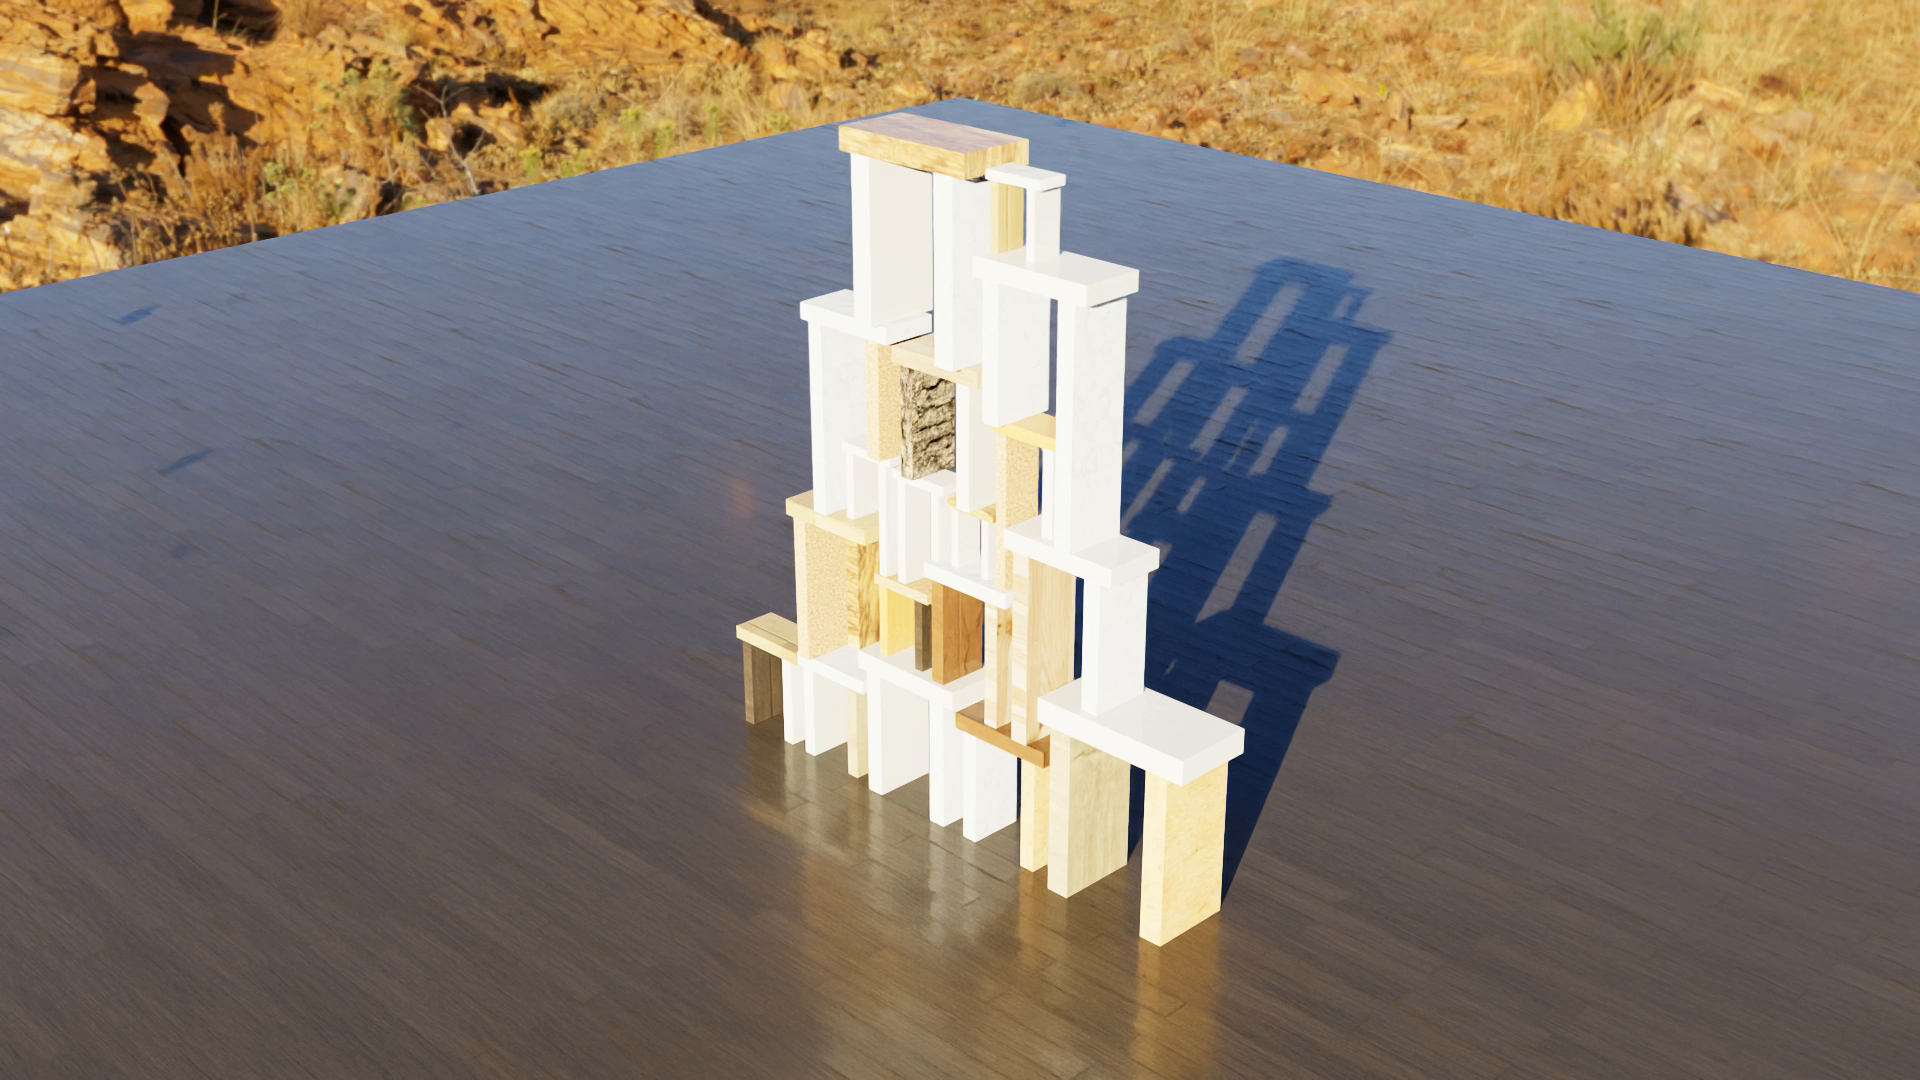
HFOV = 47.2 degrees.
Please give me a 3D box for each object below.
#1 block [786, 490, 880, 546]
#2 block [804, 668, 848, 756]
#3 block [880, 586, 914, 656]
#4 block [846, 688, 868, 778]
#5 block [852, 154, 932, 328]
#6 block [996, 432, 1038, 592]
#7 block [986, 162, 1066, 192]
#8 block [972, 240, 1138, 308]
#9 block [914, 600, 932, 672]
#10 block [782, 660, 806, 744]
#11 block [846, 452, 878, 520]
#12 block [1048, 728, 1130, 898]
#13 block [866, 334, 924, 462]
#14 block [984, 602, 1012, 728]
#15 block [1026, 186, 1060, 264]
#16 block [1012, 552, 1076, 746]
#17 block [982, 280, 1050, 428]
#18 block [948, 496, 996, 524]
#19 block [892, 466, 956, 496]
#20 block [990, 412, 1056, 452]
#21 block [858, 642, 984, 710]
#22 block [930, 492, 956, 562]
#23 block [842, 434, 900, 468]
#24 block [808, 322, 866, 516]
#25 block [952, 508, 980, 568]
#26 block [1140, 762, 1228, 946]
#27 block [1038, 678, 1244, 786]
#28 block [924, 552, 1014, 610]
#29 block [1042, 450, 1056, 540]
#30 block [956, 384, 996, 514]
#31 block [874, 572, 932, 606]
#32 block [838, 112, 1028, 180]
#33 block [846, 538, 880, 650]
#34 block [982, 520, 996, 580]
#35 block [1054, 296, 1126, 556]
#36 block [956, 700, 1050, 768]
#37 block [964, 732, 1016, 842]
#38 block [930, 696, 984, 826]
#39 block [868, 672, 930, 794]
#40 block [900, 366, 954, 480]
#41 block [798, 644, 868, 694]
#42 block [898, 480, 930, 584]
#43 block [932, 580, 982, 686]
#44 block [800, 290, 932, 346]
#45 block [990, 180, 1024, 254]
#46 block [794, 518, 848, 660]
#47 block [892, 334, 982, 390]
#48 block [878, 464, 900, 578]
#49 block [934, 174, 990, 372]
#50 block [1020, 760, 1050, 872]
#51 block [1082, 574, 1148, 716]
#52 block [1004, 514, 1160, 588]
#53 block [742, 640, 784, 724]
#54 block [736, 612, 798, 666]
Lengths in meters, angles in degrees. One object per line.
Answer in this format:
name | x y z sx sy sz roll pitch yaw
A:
block | -0.230 -0.052 4.449 0.235 0.033 0.117 21 31 40
block | -0.283 0.349 4.681 0.029 0.202 0.101 21 31 41
block | -0.126 0.151 4.420 0.021 0.150 0.075 21 31 41
block | -0.188 0.386 4.593 0.029 0.202 0.101 21 31 41
block | -0.126 -0.574 4.114 0.046 0.323 0.162 21 31 40
block | 0.106 -0.062 4.085 0.086 0.310 0.024 -21 31 -40
block | 0.114 -0.633 3.829 0.130 0.018 0.065 21 31 40
block | 0.165 -0.466 3.841 0.269 0.038 0.135 21 31 40
block | -0.055 0.179 4.355 0.021 0.150 0.075 21 31 41
block | -0.333 0.332 4.728 0.028 0.195 0.098 21 31 41
block | -0.194 -0.116 4.380 0.020 0.139 0.069 21 31 40
block | 0.246 0.488 4.167 0.049 0.346 0.173 21 31 41
block | -0.125 -0.282 4.235 0.034 0.240 0.120 21 31 40
block | 0.097 0.224 4.215 0.031 0.258 0.108 21 31 41
block | 0.145 -0.553 3.830 0.018 0.130 0.065 21 31 41
block | 0.157 0.187 4.135 0.131 0.389 0.037 -21 31 -41
block | 0.101 -0.350 3.959 0.038 0.269 0.135 21 31 41
block | 0.039 -0.063 4.155 0.060 0.017 0.120 -21 31 -40
block | -0.057 -0.119 4.234 0.140 0.020 0.070 21 31 41
block | 0.146 -0.200 3.982 0.086 0.024 0.172 -21 31 -40
block | -0.063 0.259 4.408 0.271 0.038 0.135 21 31 41
block | -0.024 -0.033 4.235 0.070 0.139 0.020 -21 31 -41
block | -0.161 -0.177 4.319 0.139 0.020 0.069 21 31 40
block | -0.239 -0.253 4.369 0.034 0.399 0.120 21 31 40
block | 0.011 -0.011 4.208 0.060 0.120 0.017 -21 31 -40
block | 0.409 0.552 4.017 0.049 0.346 0.173 21 31 41
block | 0.327 0.338 4.015 0.346 0.049 0.173 21 31 41
block | 0.046 0.071 4.206 0.108 0.031 0.217 -21 31 -40
block | 0.188 -0.094 3.983 0.086 0.172 0.024 -21 31 -41
block | 0.045 -0.184 4.102 0.113 0.249 0.032 -21 31 -41
block | -0.091 0.086 4.354 0.150 0.021 0.075 21 31 41
block | -0.050 -0.714 3.971 0.323 0.046 0.162 21 31 40
block | -0.174 0.093 4.450 0.033 0.235 0.117 21 31 41
block | 0.068 0.011 4.156 0.060 0.120 0.017 -21 31 -41
block | 0.229 -0.210 3.881 0.135 0.465 0.038 -21 31 -41
block | 0.115 0.367 4.251 0.235 0.033 0.117 21 31 41
block | 0.060 0.469 4.354 0.033 0.235 0.117 21 31 41
block | 0.001 0.426 4.410 0.038 0.271 0.135 21 31 41
block | -0.126 0.376 4.527 0.038 0.271 0.135 21 31 41
block | -0.062 -0.236 4.195 0.032 0.226 0.113 21 31 41
block | -0.235 0.261 4.592 0.202 0.029 0.101 21 31 41
block | -0.090 -0.024 4.310 0.020 0.216 0.070 21 31 41
block | -0.005 0.165 4.302 0.108 0.217 0.031 -21 31 -41
block | -0.182 -0.430 4.233 0.240 0.034 0.120 21 31 40
block | 0.083 -0.576 3.885 0.018 0.130 0.065 21 31 40
block | -0.285 0.086 4.567 0.033 0.314 0.117 21 31 41
block | -0.009 -0.334 4.096 0.113 0.032 0.226 -21 31 -41
block | -0.128 -0.047 4.338 0.020 0.235 0.069 21 31 41
block | 0.027 -0.498 3.981 0.046 0.359 0.162 21 31 41
block | 0.171 0.512 4.253 0.117 0.235 0.033 -21 31 -41
block | 0.281 0.177 3.996 0.037 0.262 0.131 21 31 41
block | 0.219 0.015 3.995 0.131 0.037 0.262 -21 31 -41
block | -0.425 0.296 4.813 0.028 0.195 0.098 21 31 41
block | -0.379 0.211 4.727 0.195 0.028 0.098 21 31 41
